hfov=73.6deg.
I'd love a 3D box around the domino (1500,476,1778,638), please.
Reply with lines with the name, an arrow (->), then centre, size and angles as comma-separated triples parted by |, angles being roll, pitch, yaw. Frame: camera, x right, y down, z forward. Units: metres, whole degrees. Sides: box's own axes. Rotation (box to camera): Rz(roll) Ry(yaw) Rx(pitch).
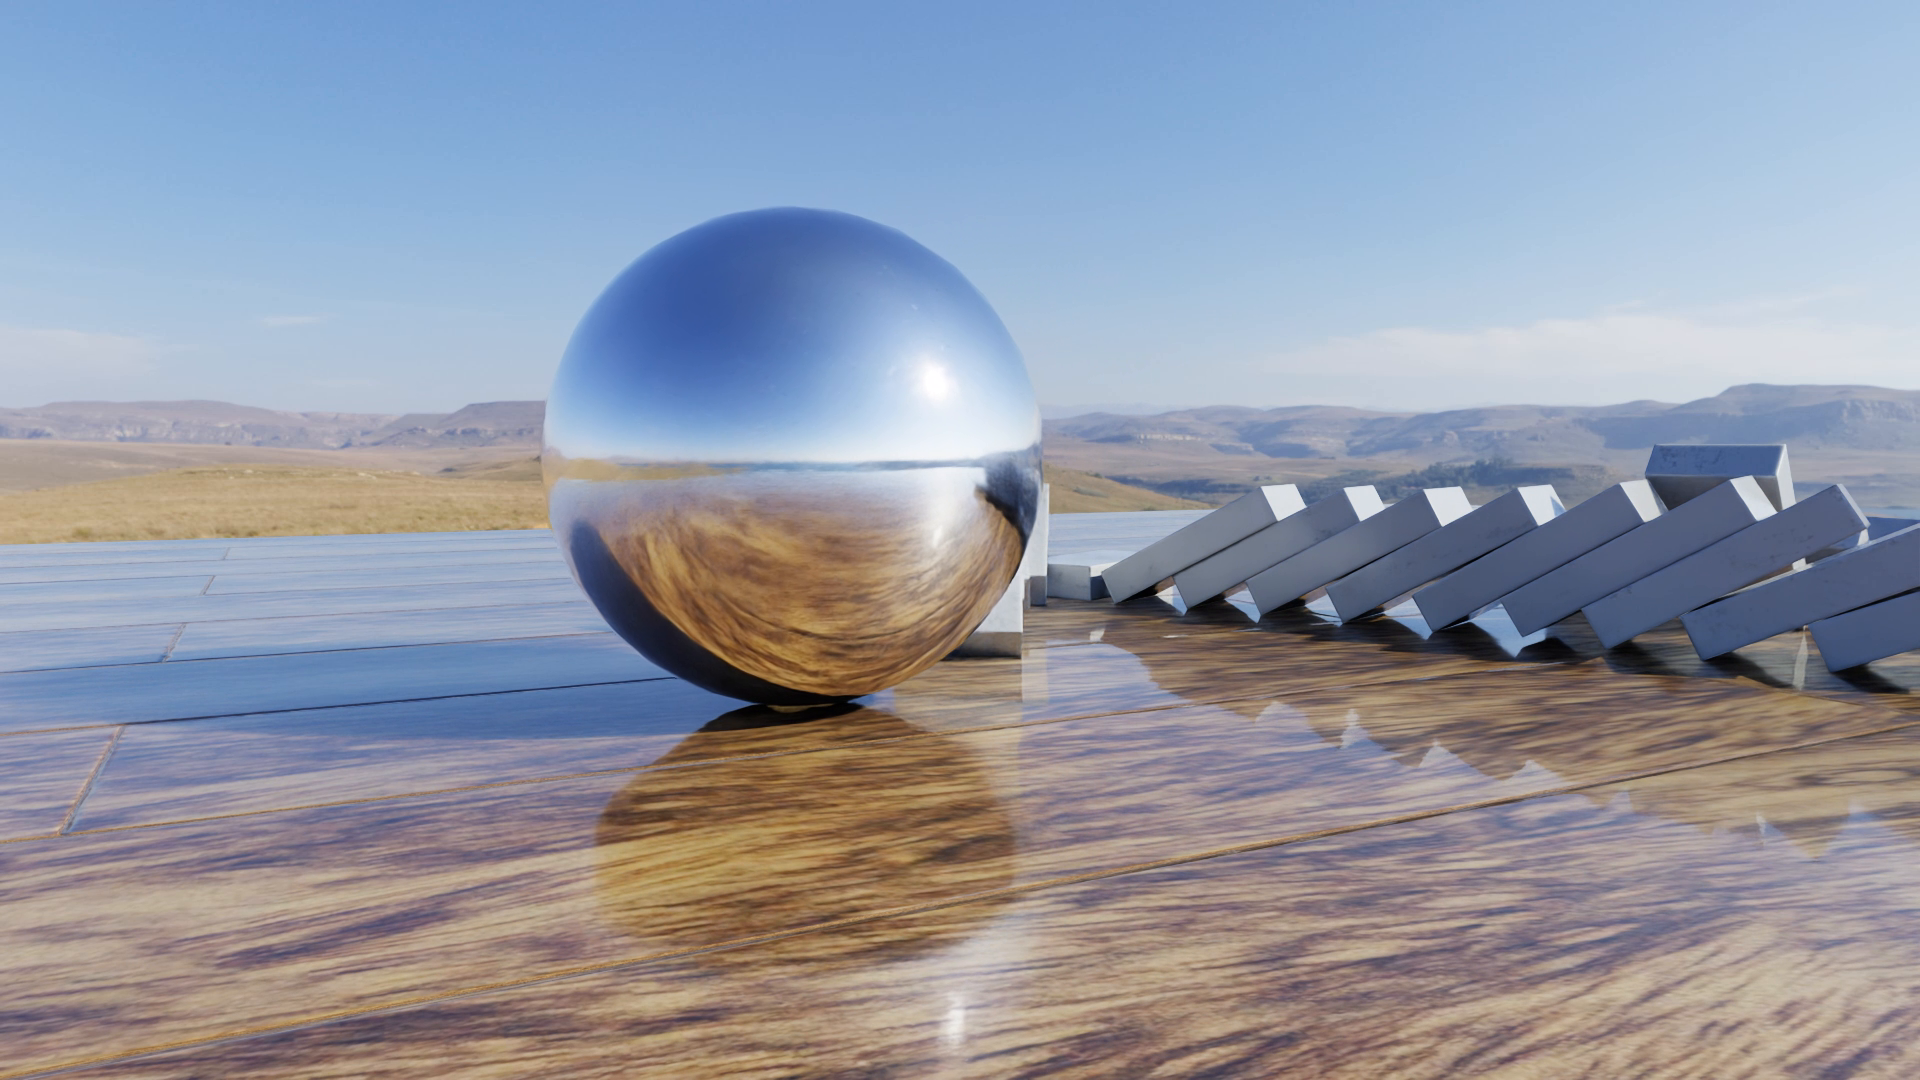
domino -> 0.143, 0.004, 0.271 | 0.050, 0.010, 0.025 | -37, -19, 36

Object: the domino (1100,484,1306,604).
domino -> 0.065, 0.001, 0.339 | 0.050, 0.009, 0.025 | -31, -13, 31

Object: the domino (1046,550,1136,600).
domino -> 0.040, 0.010, 0.375 | 0.025, 0.010, 0.050 | 3, 5, 35

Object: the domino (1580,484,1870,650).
domino -> 0.154, 0.006, 0.259 | 0.050, 0.009, 0.025 | -36, -18, 32

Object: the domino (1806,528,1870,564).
domino -> 0.206, 0.005, 0.334 | 0.050, 0.010, 0.025 | 5, -38, 47

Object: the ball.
ball -> -0.026, -0.013, 0.209 | 0.080, 0.080, 0.080 | 0, 4, 0

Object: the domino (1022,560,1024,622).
domino -> 0.003, -0.003, 0.318 | 0.025, 0.050, 0.010 | 0, -38, 1

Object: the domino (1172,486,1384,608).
domino -> 0.082, 0.002, 0.329 | 0.050, 0.010, 0.025 | -31, -13, 31

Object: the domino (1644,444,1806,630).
domino -> 0.173, 0.000, 0.289 | 0.025, 0.050, 0.009 | 4, 50, 43

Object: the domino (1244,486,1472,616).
domino -> 0.098, 0.003, 0.314 | 0.050, 0.010, 0.025 | -33, -17, 36

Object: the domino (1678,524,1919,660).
domino -> 0.169, 0.008, 0.247 | 0.050, 0.010, 0.025 | -31, -15, 36

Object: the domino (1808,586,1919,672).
domino -> 0.186, 0.010, 0.234 | 0.050, 0.010, 0.025 | -27, -14, 36

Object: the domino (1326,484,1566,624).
domino -> 0.114, 0.003, 0.300 | 0.050, 0.010, 0.025 | -34, -18, 37

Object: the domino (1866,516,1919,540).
domino -> 0.237, 0.006, 0.320 | 0.025, 0.009, 0.050 | 44, -4, -11

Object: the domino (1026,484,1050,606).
domino -> 0.012, 0.000, 0.356 | 0.025, 0.010, 0.050 | 0, 31, 5

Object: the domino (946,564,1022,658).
domino -> 0.000, 0.000, 0.267 | 0.025, 0.050, 0.009 | 0, -36, 1

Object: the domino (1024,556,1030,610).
domino -> 0.004, 0.001, 0.337 | 0.025, 0.010, 0.050 | -3, 32, 0

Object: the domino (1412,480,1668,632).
domino -> 0.129, 0.004, 0.285 | 0.025, 0.010, 0.050 | -6, -25, -50
